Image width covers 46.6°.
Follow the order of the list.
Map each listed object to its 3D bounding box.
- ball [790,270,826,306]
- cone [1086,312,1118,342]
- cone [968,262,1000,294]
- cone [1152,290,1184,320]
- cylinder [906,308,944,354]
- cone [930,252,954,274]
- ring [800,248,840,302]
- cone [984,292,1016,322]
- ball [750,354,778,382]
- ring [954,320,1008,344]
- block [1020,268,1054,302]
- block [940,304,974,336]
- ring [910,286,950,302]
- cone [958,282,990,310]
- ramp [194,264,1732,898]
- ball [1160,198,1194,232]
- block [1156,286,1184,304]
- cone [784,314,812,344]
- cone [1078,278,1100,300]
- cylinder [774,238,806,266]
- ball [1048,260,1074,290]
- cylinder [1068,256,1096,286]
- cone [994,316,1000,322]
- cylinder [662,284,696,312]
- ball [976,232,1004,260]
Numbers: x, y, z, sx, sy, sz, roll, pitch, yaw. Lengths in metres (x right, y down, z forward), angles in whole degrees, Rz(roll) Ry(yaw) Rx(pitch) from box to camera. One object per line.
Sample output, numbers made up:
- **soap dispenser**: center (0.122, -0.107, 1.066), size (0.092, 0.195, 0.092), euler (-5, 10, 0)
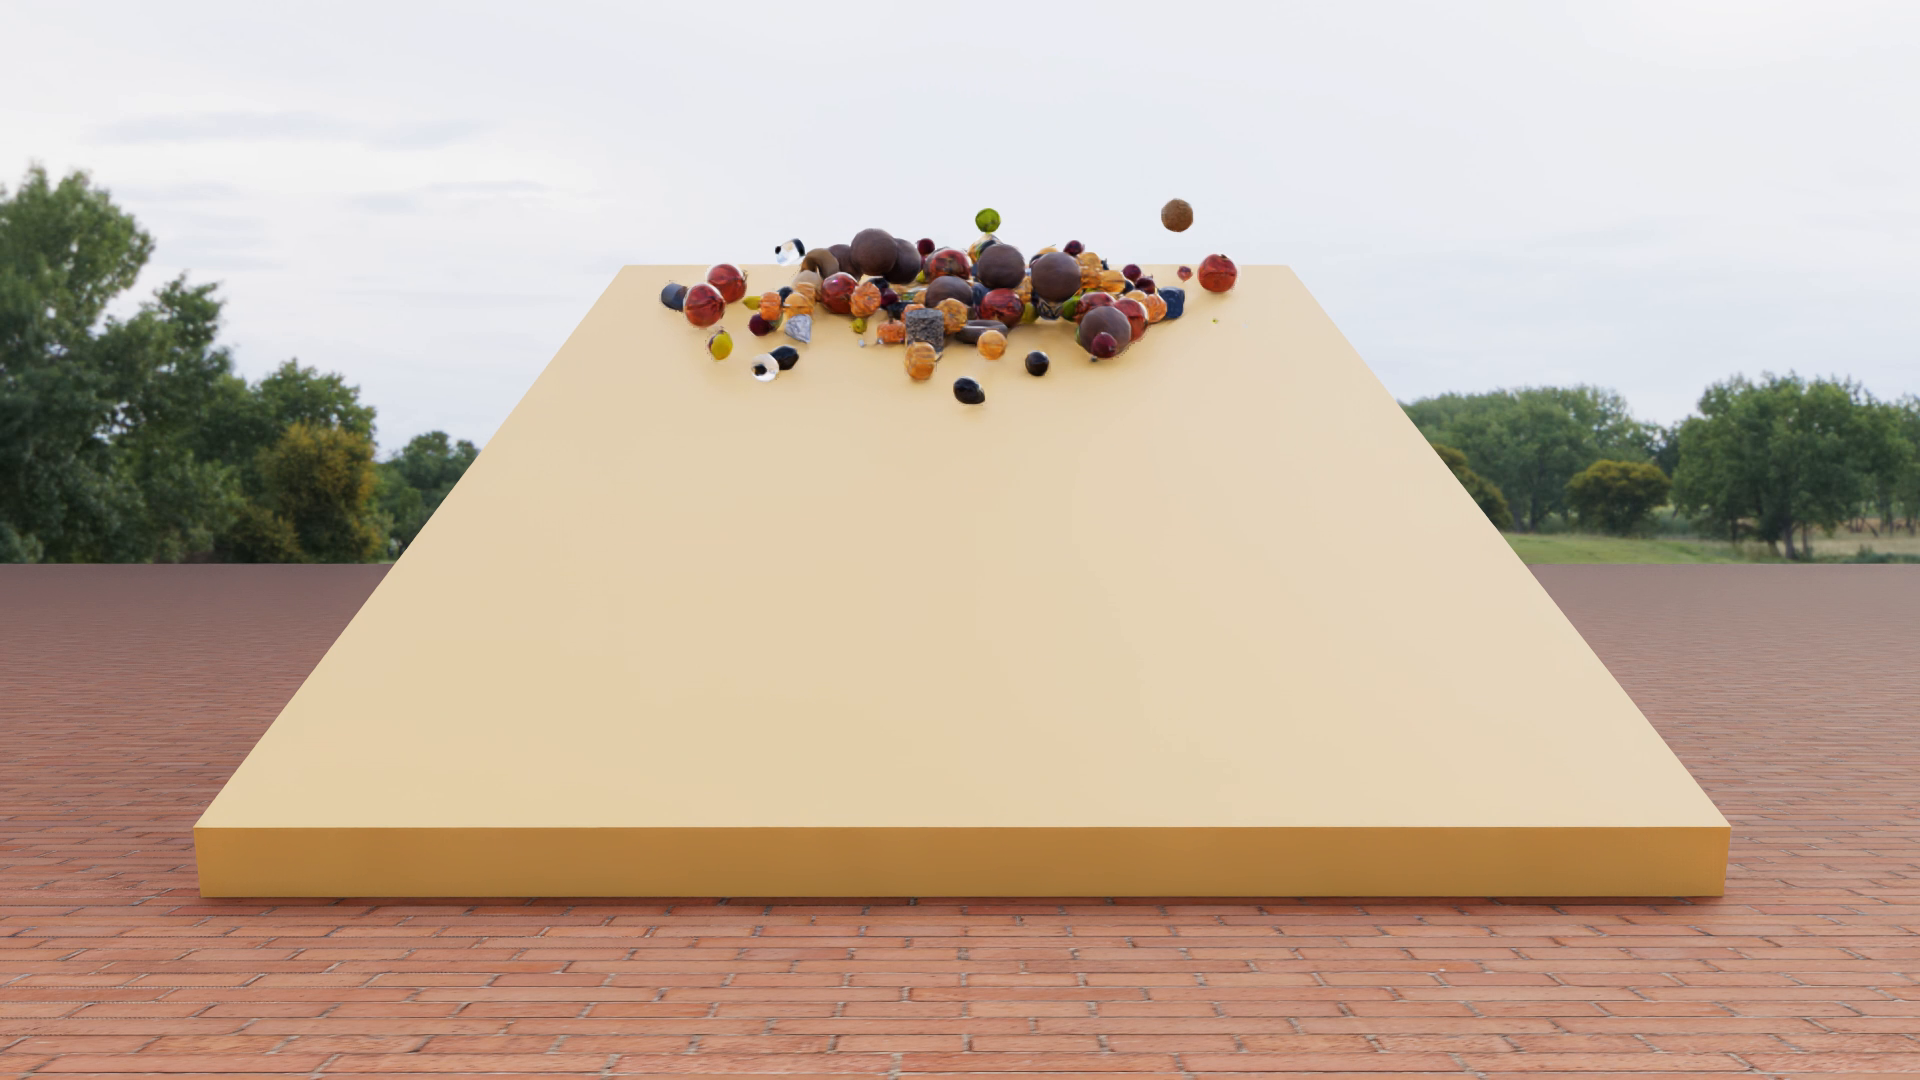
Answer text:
- **ball**: center (-0.417, -0.691, 6.116), size (0.096, 0.096, 0.096), euler (0, 0, 0)
- **cone**: center (0.350, -0.536, 5.727), size (0.078, 0.078, 0.078), euler (0, -14, -41)
- **cone**: center (0.050, -0.732, 6.336), size (0.097, 0.097, 0.097), euler (0, -11, -22)
- **cone**: center (0.544, -0.621, 5.995), size (0.081, 0.081, 0.081), euler (0, -13, -36)
- **cylinder**: center (-0.088, -0.521, 5.574), size (0.094, 0.094, 0.094), euler (-1, 20, 0)
- **cone**: center (-0.067, -0.806, 6.592), size (0.067, 0.067, 0.067), euler (-20, -14, 42)
- **ring**: center (-0.387, -0.735, 6.177), size (0.049, 0.146, 0.146), euler (-11, 8, -44)
- **cone**: center (0.091, -0.633, 5.891), size (0.087, 0.087, 0.087), euler (0, -20, 21)
- **ball**: center (-0.461, -0.407, 5.262), size (0.066, 0.066, 0.066), euler (0, 0, 0)
- **ring**: center (0.055, -0.531, 5.693), size (0.137, 0.046, 0.137), euler (-1, 17, 0)
- **block**: center (0.215, -0.714, 6.220), size (0.077, 0.077, 0.077), euler (7, 19, 20)
- **block**: center (-0.009, -0.571, 5.782), size (0.068, 0.068, 0.068), euler (-8, 21, -25)
- **ring**: center (-0.086, -0.682, 6.186), size (0.111, 0.037, 0.111), euler (2, 14, 0)
- **cone**: center (0.029, -0.663, 5.976), size (0.083, 0.083, 0.083), euler (11, -4, -20)
- **ramp**: center (-0.003, -0.180, 4.821), size (2.000, 0.100, 4.000), euler (0, 17, 0)
- **ball**: center (0.582, -0.868, 5.969), size (0.090, 0.090, 0.090), euler (0, 0, 0)
- **block**: center (0.574, -0.660, 6.091), size (0.054, 0.054, 0.054), euler (-11, 21, -31)
- **cone**: center (-0.398, -0.524, 5.686), size (0.078, 0.078, 0.078), euler (0, 42, -35)
- **cone**: center (0.351, -0.683, 6.204), size (0.062, 0.062, 0.062), euler (0, 42, 18)
- **cylinder**: center (-0.467, -0.790, 6.113), size (0.060, 0.060, 0.060), euler (-34, 21, -36)
- **ball**: center (0.282, -0.754, 6.338), size (0.081, 0.081, 0.081), euler (0, 0, 0)
- **cylinder**: center (0.348, -0.774, 6.421), size (0.073, 0.073, 0.073), euler (0, 24, -12)
- **cone**: center (0.093, -0.558, 5.770), size (0.050, 0.050, 0.050), euler (0, 17, 0)
- **cylinder**: center (-0.765, -0.659, 6.057), size (0.069, 0.069, 0.069), euler (0, 13, -39)
- **ball**: center (0.085, -0.854, 6.485), size (0.081, 0.081, 0.081), euler (0, 0, 0)
